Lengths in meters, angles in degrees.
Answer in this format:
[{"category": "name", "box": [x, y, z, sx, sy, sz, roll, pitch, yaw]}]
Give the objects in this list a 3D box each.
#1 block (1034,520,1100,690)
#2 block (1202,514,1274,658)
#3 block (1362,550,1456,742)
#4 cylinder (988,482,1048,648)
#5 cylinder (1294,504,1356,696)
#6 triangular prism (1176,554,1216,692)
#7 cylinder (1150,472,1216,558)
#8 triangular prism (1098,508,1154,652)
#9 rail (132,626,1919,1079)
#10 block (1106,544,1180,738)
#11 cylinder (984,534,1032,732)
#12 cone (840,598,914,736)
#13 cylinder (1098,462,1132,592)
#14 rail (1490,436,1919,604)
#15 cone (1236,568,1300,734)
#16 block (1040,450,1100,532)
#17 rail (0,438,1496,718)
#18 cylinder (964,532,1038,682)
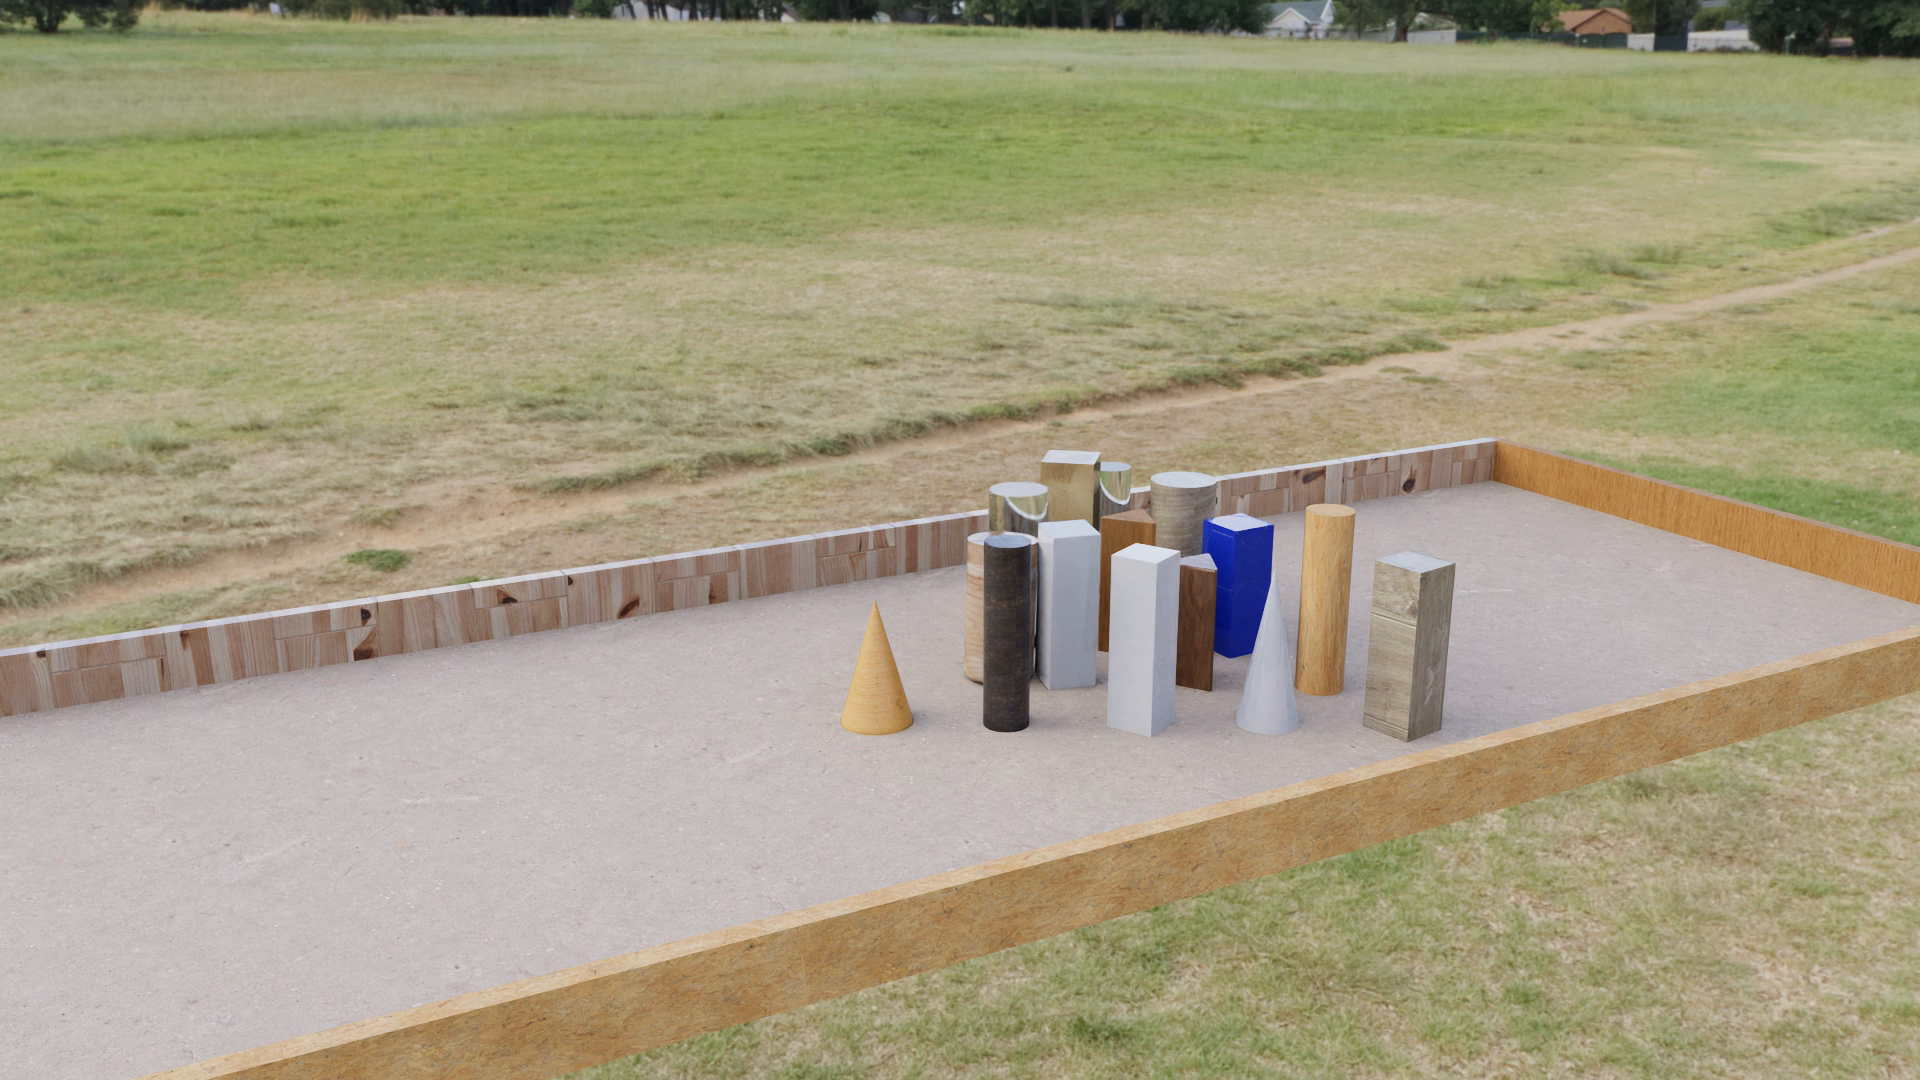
[{"category": "block", "box": [0.265, 0.161, 4.089, 0.120, 0.399, 0.120, -5, 20, -14]}, {"category": "block", "box": [0.725, 0.119, 4.337, 0.129, 0.345, 0.129, -10, 19, -30]}, {"category": "block", "box": [1.034, 0.244, 3.803, 0.127, 0.407, 0.127, -12, 20, -36]}, {"category": "cylinder", "box": [0.156, 0.067, 4.384, 0.157, 0.417, 0.157, -1, 16, 0]}, {"category": "cylinder", "box": [0.894, 0.147, 4.044, 0.118, 0.457, 0.118, 0, 16, 0]}, {"category": "triangular prism", "box": [0.591, 0.199, 4.116, 0.135, 0.316, 0.117, 9, 19, 28]}, {"category": "cylinder", "box": [0.612, 0.025, 4.568, 0.180, 0.396, 0.180, 0, 16, 0]}, {"category": "triangular prism", "box": [0.455, 0.108, 4.339, 0.143, 0.365, 0.124, 7, 18, 22]}, {"category": "rail", "box": [-2.336, 1.006, 1.665, 12.000, 0.150, 0.050, -9, 18, -27]}, {"category": "block", "box": [0.425, 0.231, 3.823, 0.116, 0.420, 0.116, 11, 20, 33]}, {"category": "cylinder", "box": [0.109, 0.217, 3.821, 0.109, 0.448, 0.109, 0, 16, 0]}, {"category": "cone", "box": [-0.197, 0.281, 3.857, 0.175, 0.305, 0.175, 0, 16, 0]}, {"category": "cylinder", "box": [0.437, -0.036, 4.823, 0.116, 0.368, 0.116, 0, 16, 0]}, {"category": "rail", "box": [2.466, -0.048, 5.253, 0.050, 0.150, 2.100, -9, 18, -27]}, {"category": "cone", "box": [0.724, 0.243, 3.838, 0.149, 0.389, 0.149, 0, 16, 0]}, {"category": "block", "box": [0.307, -0.013, 4.606, 0.146, 0.448, 0.146, 3, 17, 11]}, {"category": "rail", "box": [-3.305, 0.497, 3.399, 12.000, 0.150, 0.050, -9, 18, -27]}, {"category": "cylinder", "box": [0.102, 0.168, 4.141, 0.176, 0.350, 0.176, 1, 13, 0]}]
